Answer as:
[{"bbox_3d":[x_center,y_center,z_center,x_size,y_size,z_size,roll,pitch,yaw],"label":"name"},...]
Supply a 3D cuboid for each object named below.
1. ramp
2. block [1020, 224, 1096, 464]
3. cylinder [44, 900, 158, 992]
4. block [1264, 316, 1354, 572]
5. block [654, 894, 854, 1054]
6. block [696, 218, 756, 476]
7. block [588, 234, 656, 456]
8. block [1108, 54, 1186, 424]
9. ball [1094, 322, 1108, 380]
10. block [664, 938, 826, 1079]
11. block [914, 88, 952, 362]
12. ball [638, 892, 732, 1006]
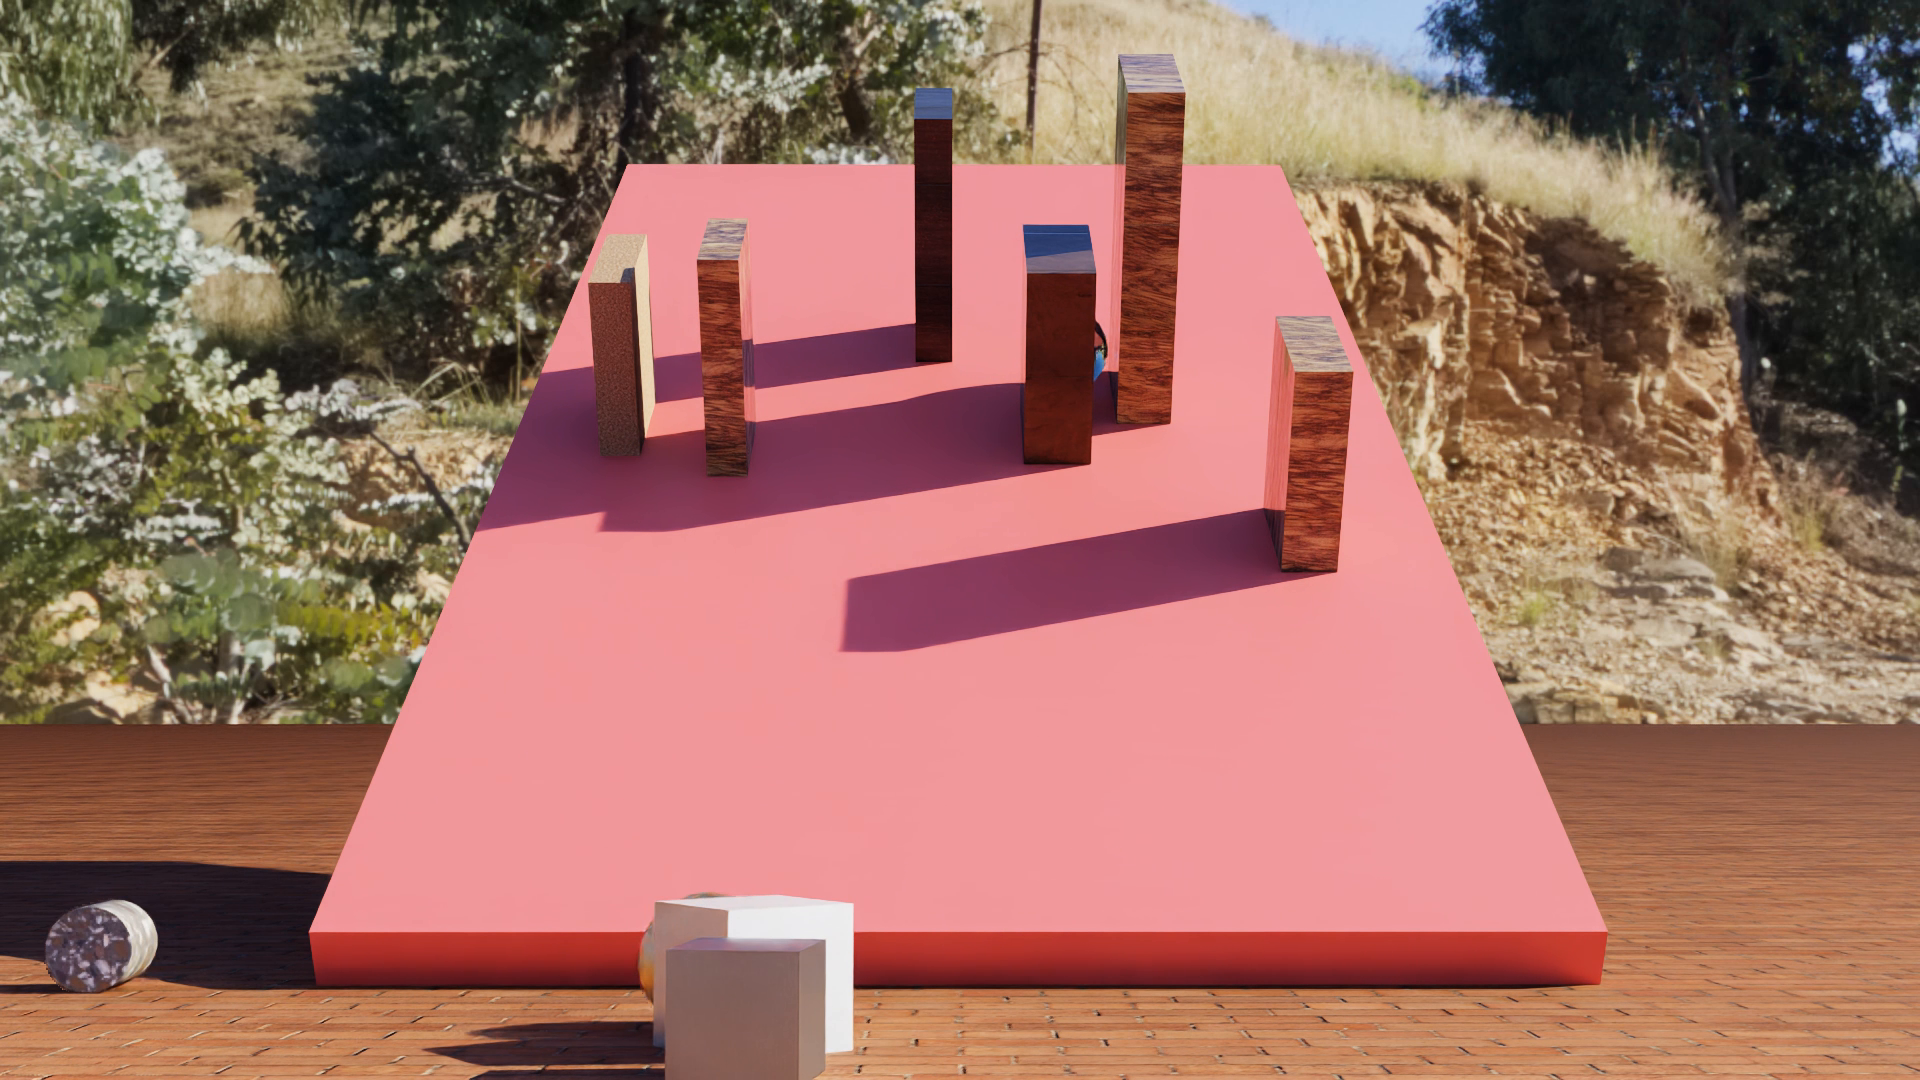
[{"bbox_3d":[-0.010,-0.229,5.447,2.000,0.100,4.000,0,26,0],"label":"ramp"},{"bbox_3d":[0.215,-0.438,5.255,0.148,0.446,0.326,0,26,0],"label":"block"},{"bbox_3d":[-1.322,0.625,3.630,0.130,0.130,0.130,0,-4,-2],"label":"cylinder"},{"bbox_3d":[0.702,-0.197,4.776,0.113,0.434,0.304,0,26,0],"label":"block"},{"bbox_3d":[-0.261,0.549,2.974,0.182,0.182,0.182,3,-5,-36],"label":"block"},{"bbox_3d":[-0.508,-0.422,5.158,0.087,0.498,0.274,0,26,0],"label":"block"},{"bbox_3d":[-0.757,-0.442,5.301,0.089,0.407,0.324,0,26,0],"label":"block"},{"bbox_3d":[0.422,-0.687,5.389,0.124,0.775,0.327,0,26,0],"label":"block"},{"bbox_3d":[0.245,-0.447,5.547,0.206,0.206,0.206,0,-4,0],"label":"ball"},{"bbox_3d":[-0.246,0.545,2.723,0.153,0.153,0.153,-1,-4,8],"label":"block"},{"bbox_3d":[-0.064,-0.767,5.743,0.090,0.607,0.271,0,26,0],"label":"block"},{"bbox_3d":[-0.338,0.562,3.147,0.182,0.182,0.182,0,-4,0],"label":"ball"}]
